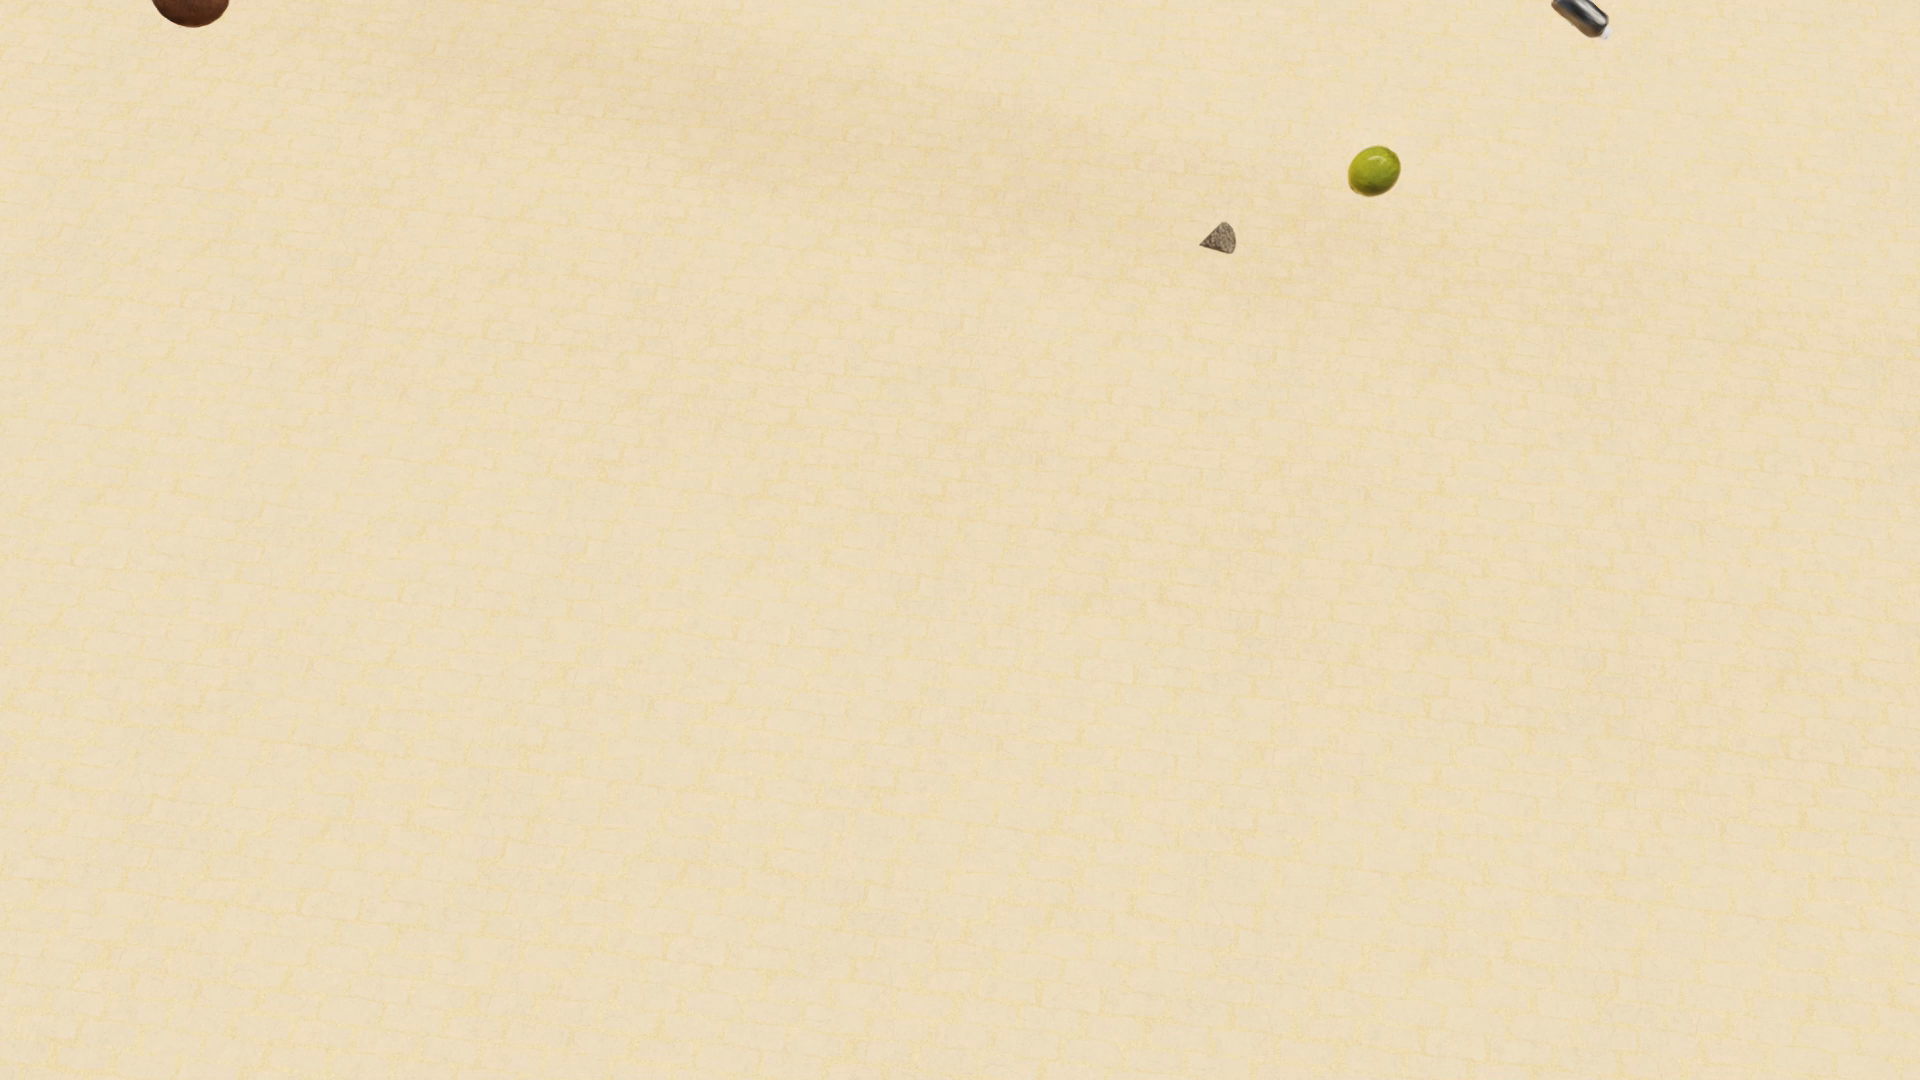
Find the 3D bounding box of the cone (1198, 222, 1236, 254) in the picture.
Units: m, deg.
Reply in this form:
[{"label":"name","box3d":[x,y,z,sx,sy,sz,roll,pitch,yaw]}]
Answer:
[{"label":"cone","box3d":[0.541,-0.639,4.711,0.076,0.067,0.070,-9,75,41]}]
